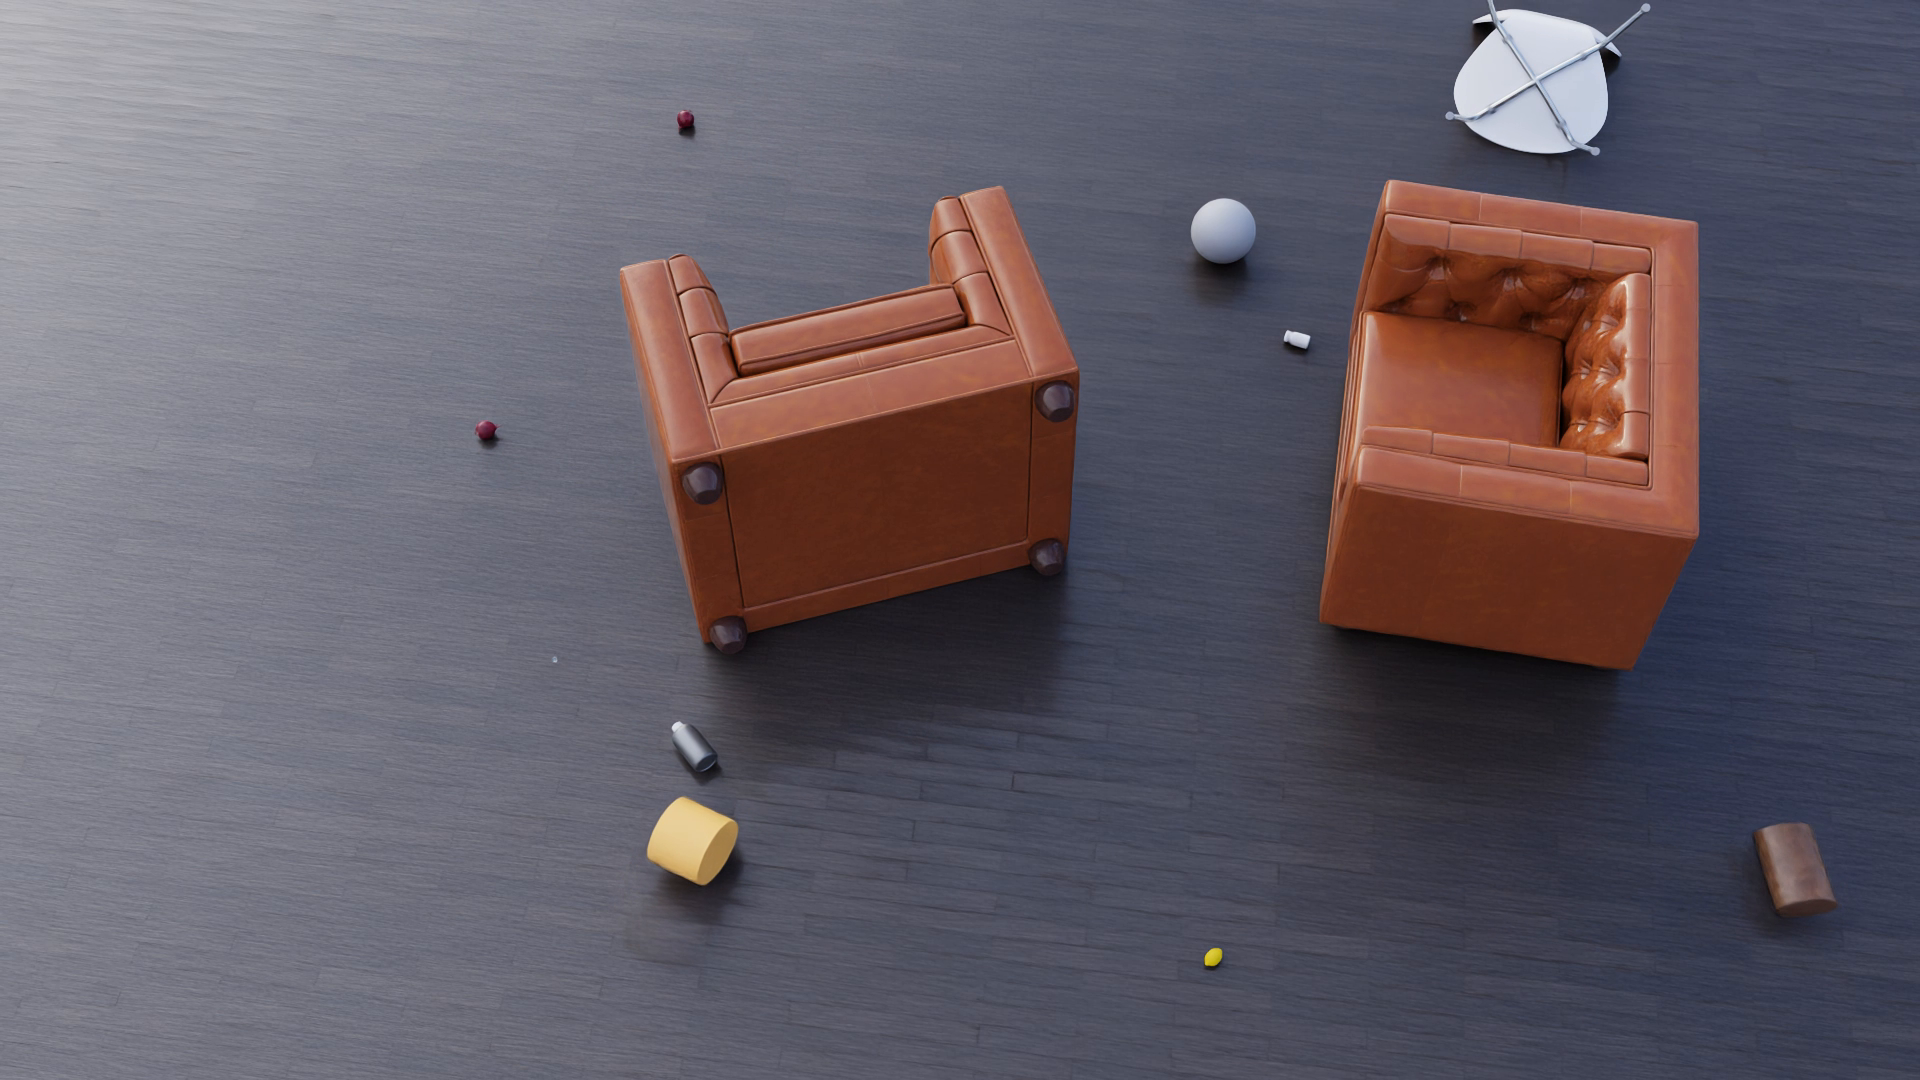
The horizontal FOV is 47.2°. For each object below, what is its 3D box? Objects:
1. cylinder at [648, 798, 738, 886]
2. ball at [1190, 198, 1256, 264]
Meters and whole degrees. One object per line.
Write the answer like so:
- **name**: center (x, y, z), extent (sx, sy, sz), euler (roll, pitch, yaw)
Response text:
- **cylinder**: center (-0.717, 0.810, 5.907), extent (0.155, 0.187, 0.222), euler (23, 14, 15)
- **ball**: center (0.853, -1.000, 7.118), extent (0.210, 0.210, 0.210), euler (0, 56, 0)
